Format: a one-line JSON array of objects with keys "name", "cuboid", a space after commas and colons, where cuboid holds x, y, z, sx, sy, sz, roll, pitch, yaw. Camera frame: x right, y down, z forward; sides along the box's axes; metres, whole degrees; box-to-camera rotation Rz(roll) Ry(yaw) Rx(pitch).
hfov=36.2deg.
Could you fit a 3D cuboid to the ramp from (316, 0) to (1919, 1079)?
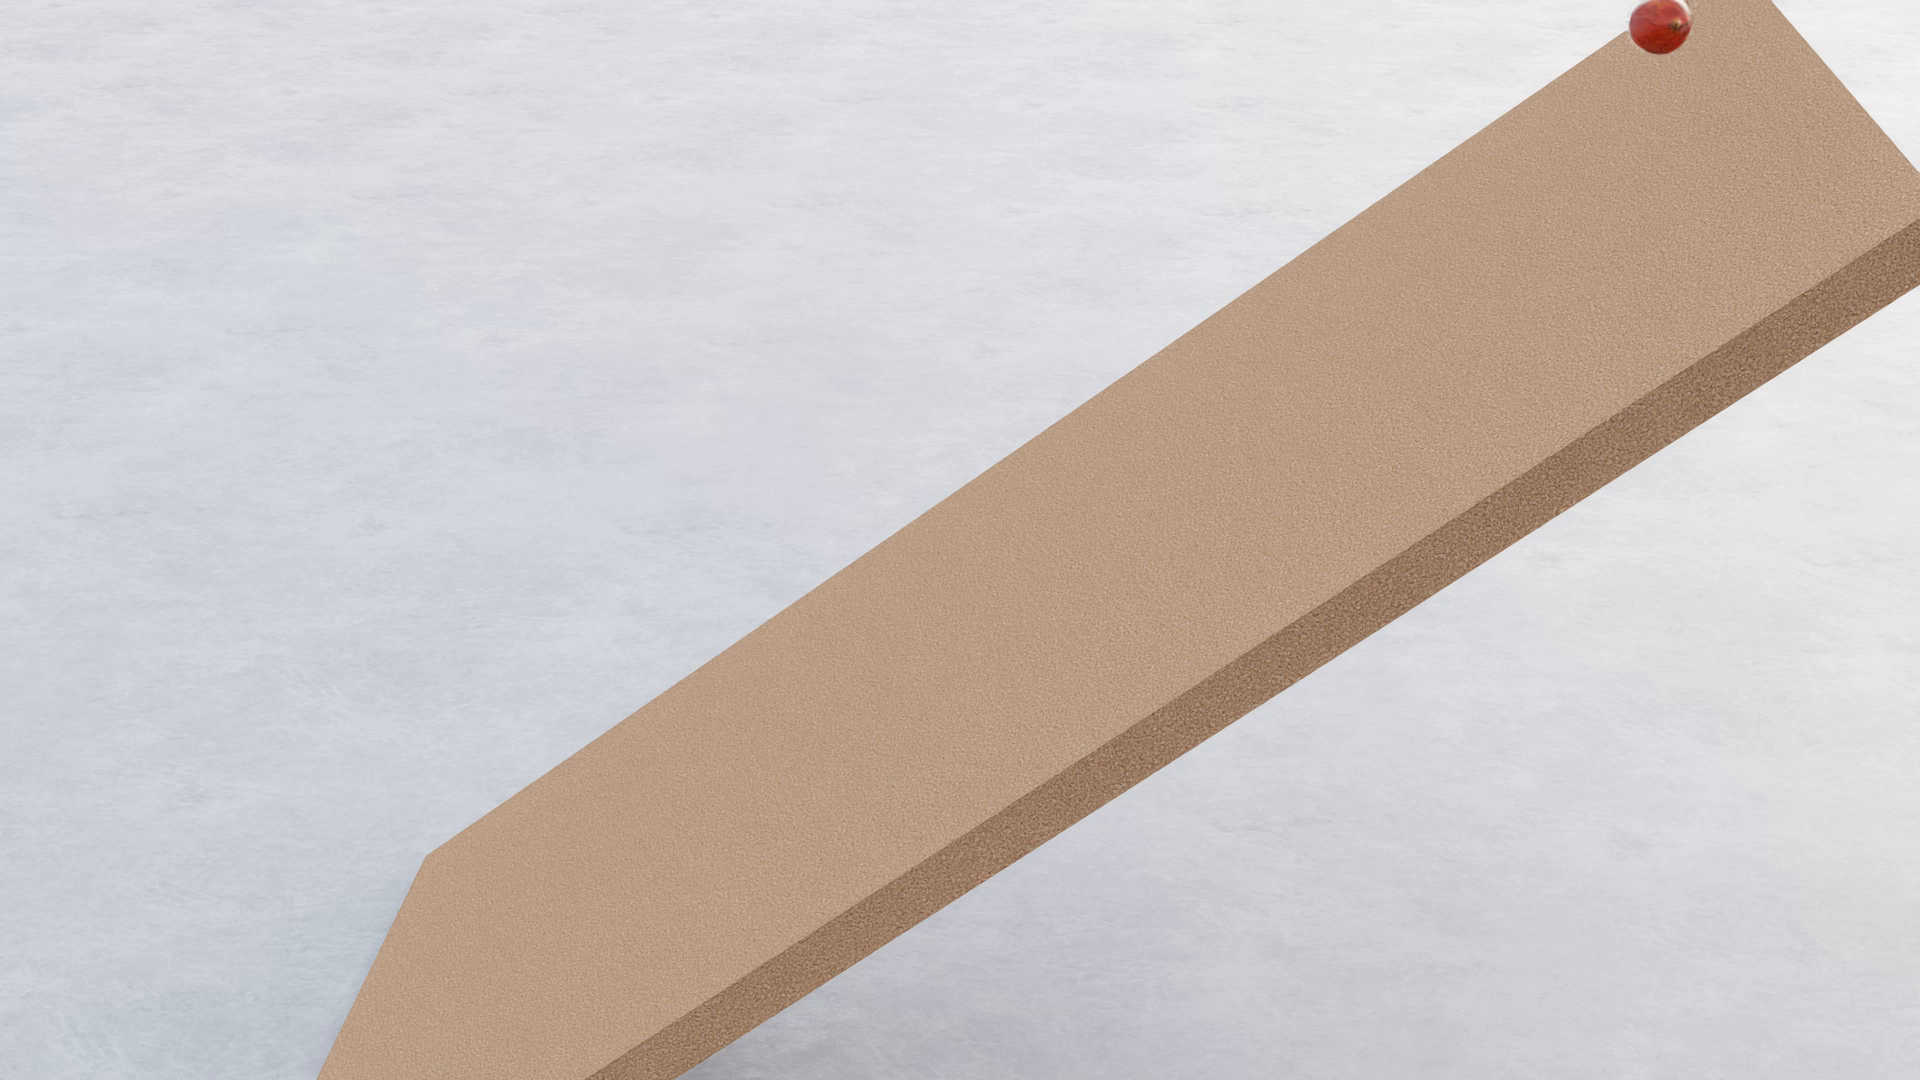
[{"name": "ramp", "cuboid": [0.128, 0.179, 6.323, 4.000, 0.100, 2.000, -34, 16, 17]}]
